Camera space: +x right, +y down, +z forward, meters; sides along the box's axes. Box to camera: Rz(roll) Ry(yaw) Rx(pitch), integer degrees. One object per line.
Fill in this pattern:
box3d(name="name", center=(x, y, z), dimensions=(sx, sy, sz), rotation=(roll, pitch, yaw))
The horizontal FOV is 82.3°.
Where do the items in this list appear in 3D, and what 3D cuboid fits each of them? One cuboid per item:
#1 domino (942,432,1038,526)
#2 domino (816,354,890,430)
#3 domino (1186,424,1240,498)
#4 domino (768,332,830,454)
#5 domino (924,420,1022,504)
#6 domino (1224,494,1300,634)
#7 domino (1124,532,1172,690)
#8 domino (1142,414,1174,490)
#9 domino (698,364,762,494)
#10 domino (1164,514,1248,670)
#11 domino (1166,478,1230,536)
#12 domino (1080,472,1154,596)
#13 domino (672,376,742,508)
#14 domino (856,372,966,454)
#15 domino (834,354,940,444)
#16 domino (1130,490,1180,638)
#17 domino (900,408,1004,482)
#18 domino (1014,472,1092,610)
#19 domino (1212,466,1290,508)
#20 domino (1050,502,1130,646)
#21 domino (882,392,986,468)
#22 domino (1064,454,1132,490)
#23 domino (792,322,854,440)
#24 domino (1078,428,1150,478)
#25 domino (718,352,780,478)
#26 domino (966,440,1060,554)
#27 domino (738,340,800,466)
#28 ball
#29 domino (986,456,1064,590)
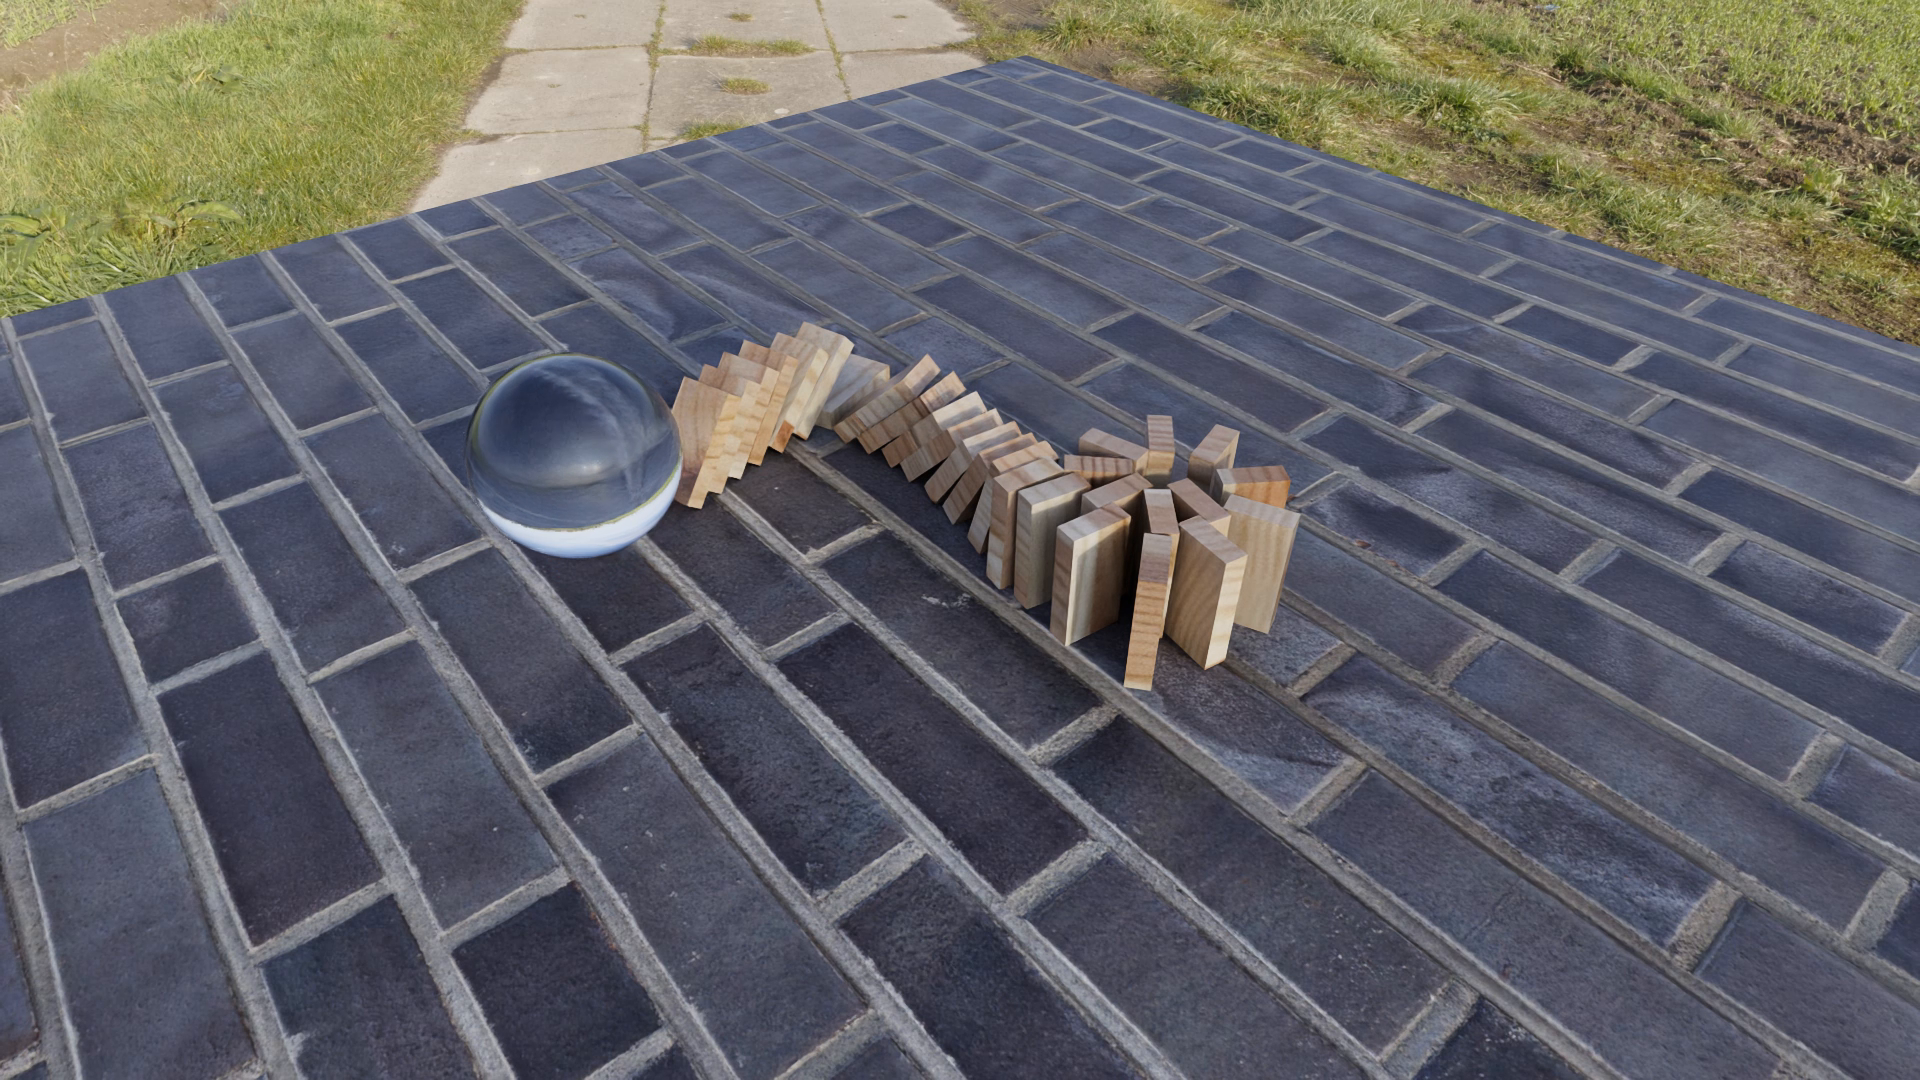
box3d(name="domino", center=(0.012, -0.024, 0.443), dimensions=(0.025, 0.050, 0.009), rotation=(-23, 76, -25))
box3d(name="domino", center=(-0.058, -0.073, 0.532), dimensions=(0.025, 0.010, 0.050), rotation=(20, 43, 23))
box3d(name="domino", center=(0.097, -0.017, 0.433), dimensions=(0.009, 0.050, 0.025), rotation=(22, 44, 25))
box3d(name="domino", center=(-0.082, -0.067, 0.501), dimensions=(0.025, 0.010, 0.050), rotation=(23, 86, 26))
box3d(name="domino", center=(0.005, -0.031, 0.453), dimensions=(0.025, 0.050, 0.009), rotation=(-23, 81, -25))
box3d(name="domino", center=(0.105, 0.009, 0.400), dimensions=(0.025, 0.050, 0.010), rotation=(19, 43, 21))
box3d(name="domino", center=(0.065, 0.025, 0.381), dimensions=(0.009, 0.050, 0.025), rotation=(8, 40, 9))
box3d(name="domino", center=(0.077, -0.022, 0.438), dimensions=(0.009, 0.050, 0.025), rotation=(4, 39, 4))
box3d(name="domino", center=(-0.107, -0.048, 0.475), dimensions=(0.025, 0.050, 0.009), rotation=(22, 3, 25))
box3d(name="domino", center=(0.085, 0.019, 0.388), dimensions=(0.010, 0.050, 0.025), rotation=(-21, 44, -23))
box3d(name="domino", center=(0.084, 0.005, 0.405), dimensions=(0.010, 0.050, 0.025), rotation=(-18, 43, -21))
box3d(name="domino", center=(0.057, 0.001, 0.410), dimensions=(0.025, 0.050, 0.009), rotation=(-22, 45, -24))
box3d(name="domino", center=(-0.113, -0.041, 0.467), dimensions=(0.025, 0.050, 0.010), rotation=(22, 3, 25))
box3d(name="domino", center=(-0.022, -0.056, 0.487), dimensions=(0.050, 0.010, 0.025), rotation=(-24, 14, 49))
box3d(name="domino", center=(-0.033, -0.063, 0.496), dimensions=(0.050, 0.009, 0.025), rotation=(-27, 19, 41))
box3d(name="domino", center=(0.070, 0.009, 0.400), dimensions=(0.009, 0.050, 0.025), rotation=(1, 40, 1))
box3d(name="domino", center=(-0.004, -0.040, 0.466), dimensions=(0.025, 0.050, 0.009), rotation=(-26, 90, -28))
box3d(name="domino", center=(0.034, 0.001, 0.411), dimensions=(0.025, 0.050, 0.010), rotation=(-19, 43, -22))
box3d(name="domino", center=(0.107, -0.004, 0.417), dimensions=(0.025, 0.050, 0.009), rotation=(-4, 39, -4))
box3d(name="domino", center=(0.046, 0.013, 0.396), dimensions=(0.025, 0.050, 0.009), rotation=(-23, 44, -25))
box3d(name="domino", center=(-0.012, -0.047, 0.475), dimensions=(0.025, 0.050, 0.009), rotation=(-30, 93, -32))
box3d(name="domino", center=(0.050, -0.009, 0.421), dimensions=(0.025, 0.050, 0.009), rotation=(4, 39, 2))
box3d(name="domino", center=(-0.072, -0.074, 0.510), dimensions=(0.025, 0.010, 0.050), rotation=(24, 85, 26))
box3d(name="domino", center=(0.058, -0.017, 0.432), dimensions=(0.025, 0.050, 0.010), rotation=(25, 45, 28))
box3d(name="domino", center=(-0.100, -0.055, 0.483), dimensions=(0.025, 0.050, 0.009), rotation=(22, 3, 25))
box3d(name="domino", center=(0.020, -0.016, 0.431), dimensions=(0.025, 0.050, 0.009), rotation=(-23, 63, -25))
box3d(name="domino", center=(-0.093, -0.061, 0.491), dimensions=(0.025, 0.050, 0.010), rotation=(22, 3, 25))
box3d(name="ball", center=(-0.149, -0.033, 0.428), dimensions=(0.080, 0.080, 0.080), rotation=(0, 39, 0))
box3d(name="domino", center=(0.024, -0.006, 0.418), dimensions=(0.025, 0.050, 0.009), rotation=(-23, 49, -25))
